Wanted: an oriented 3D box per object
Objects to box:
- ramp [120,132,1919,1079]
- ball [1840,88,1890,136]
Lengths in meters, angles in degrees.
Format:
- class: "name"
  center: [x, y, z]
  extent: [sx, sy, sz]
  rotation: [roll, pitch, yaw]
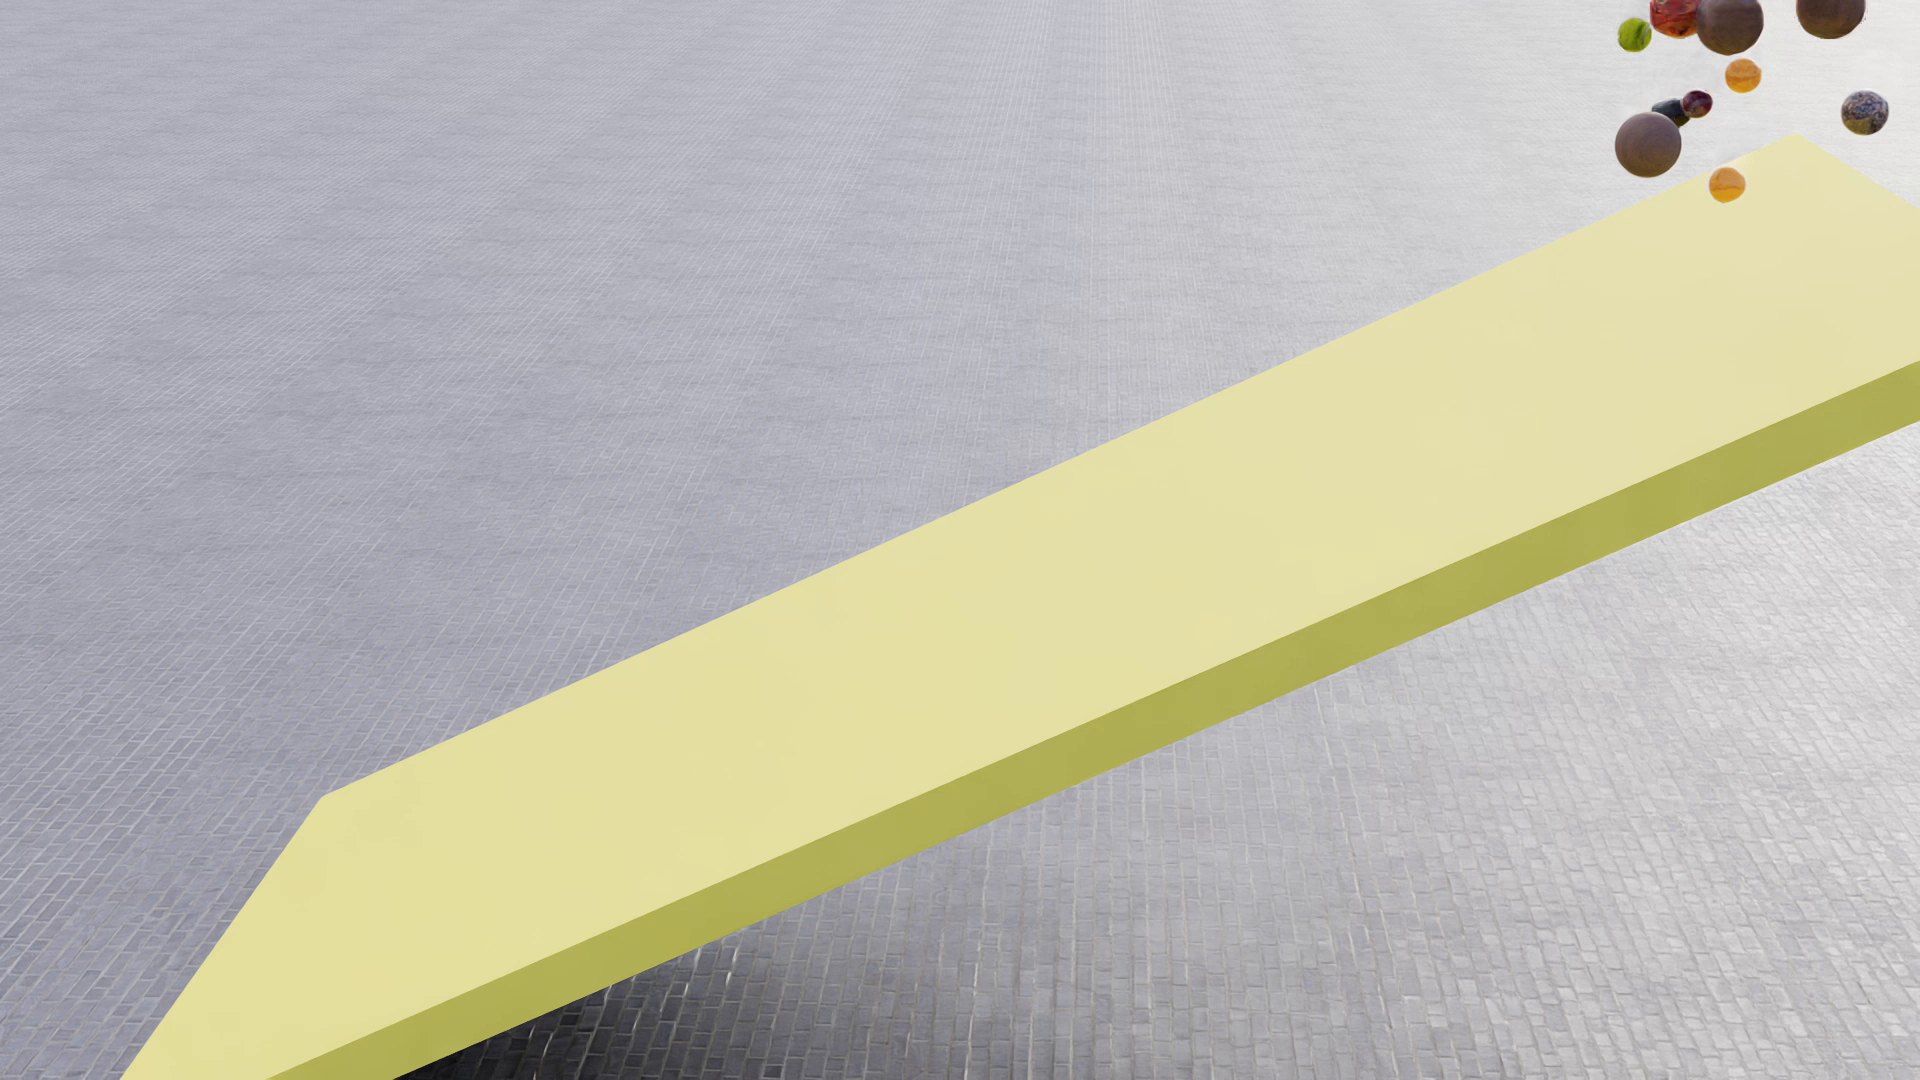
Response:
- class: "ramp"
  center: [0.136, 0.169, 6.282]
  extent: [4.000, 0.100, 2.000]
  rotation: [-24, 13, 9]
- class: "ball"
  center: [1.811, -0.856, 5.886]
  extent: [0.094, 0.094, 0.094]
  rotation: [0, 16, 0]
